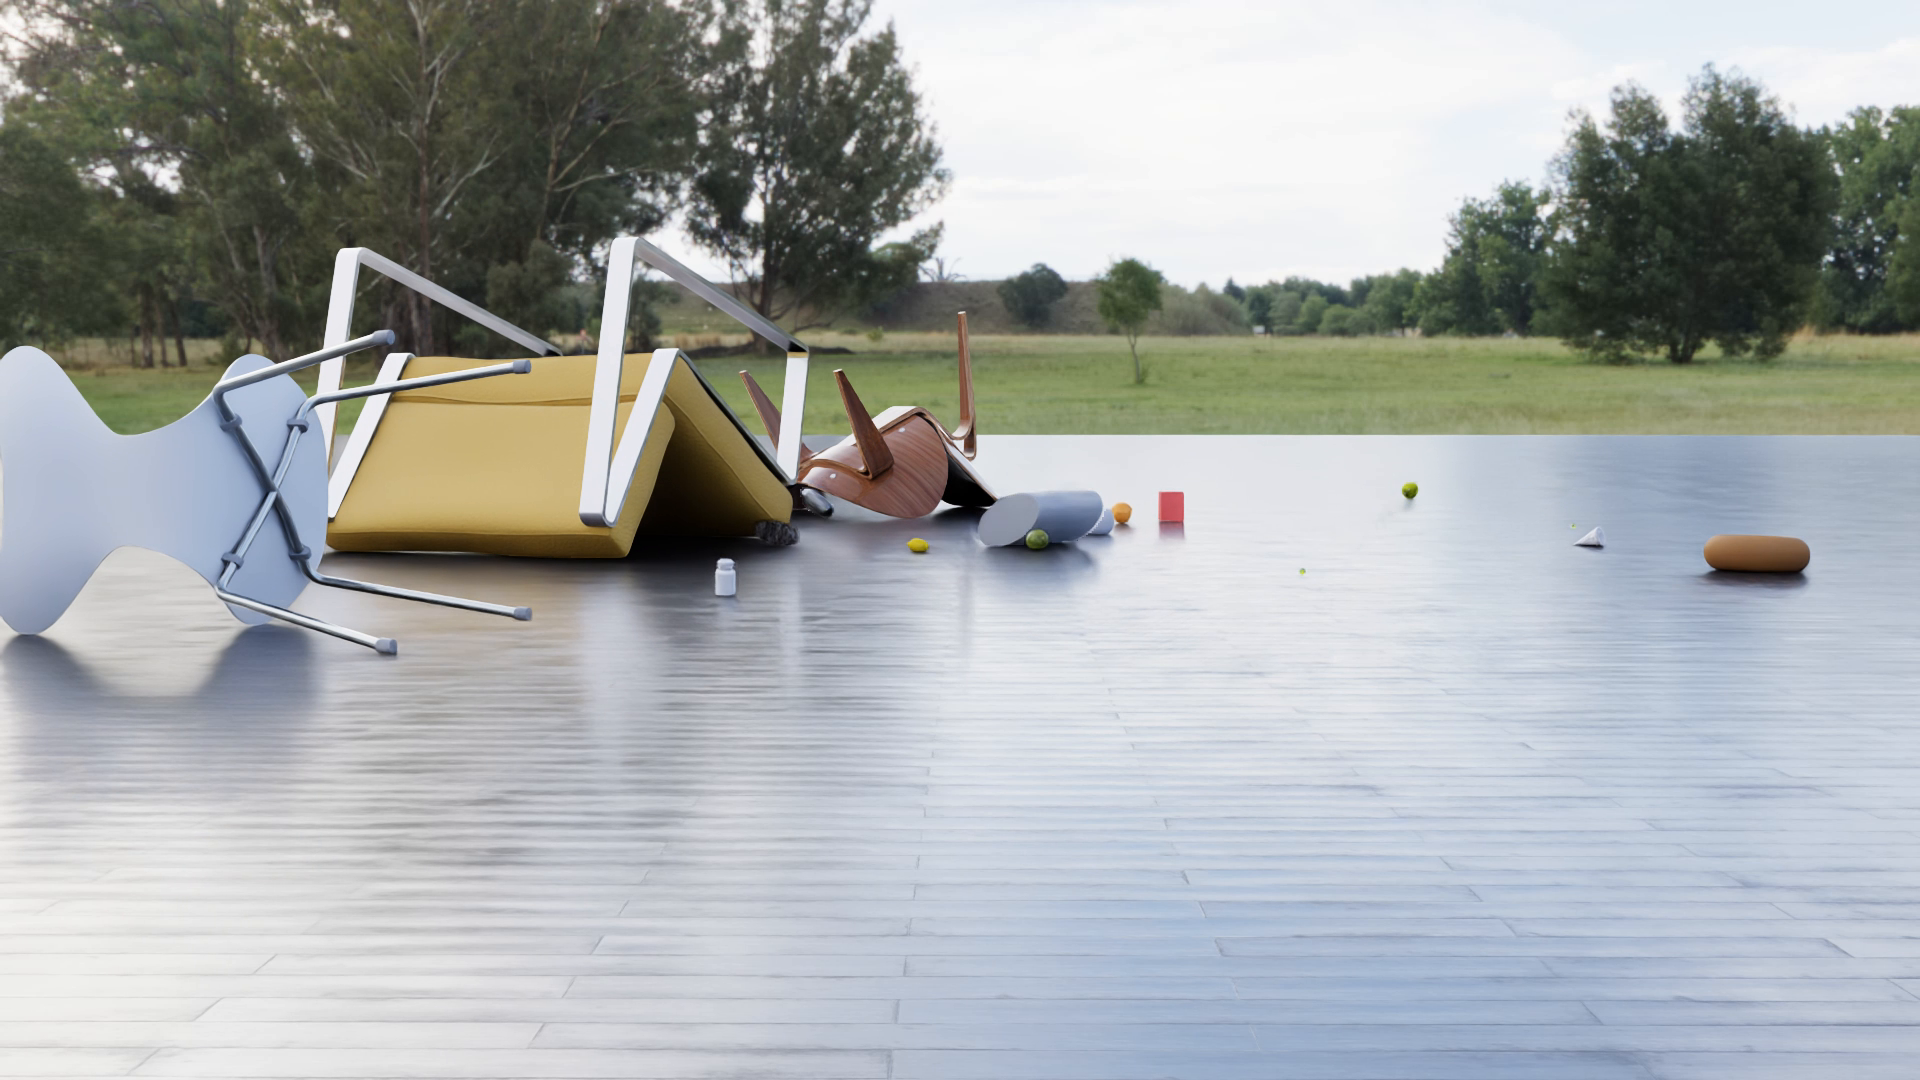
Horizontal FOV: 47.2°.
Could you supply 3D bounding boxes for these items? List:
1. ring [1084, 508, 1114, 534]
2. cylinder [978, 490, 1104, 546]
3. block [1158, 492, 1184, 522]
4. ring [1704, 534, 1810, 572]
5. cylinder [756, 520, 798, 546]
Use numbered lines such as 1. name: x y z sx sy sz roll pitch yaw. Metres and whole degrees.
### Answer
1. ring: 0.405 -0.058 6.818 0.148 0.080 0.146 0 2 28
2. cylinder: 0.233 -0.064 6.334 0.279 0.131 0.250 -4 -19 -46
3. block: 0.721 -0.115 7.503 0.078 0.099 0.083 0 4 0
4. ring: 1.967 0.034 5.431 0.249 0.088 0.161 3 3 24
5. cylinder: -0.526 -0.020 6.316 0.116 0.062 0.061 21 10 14
